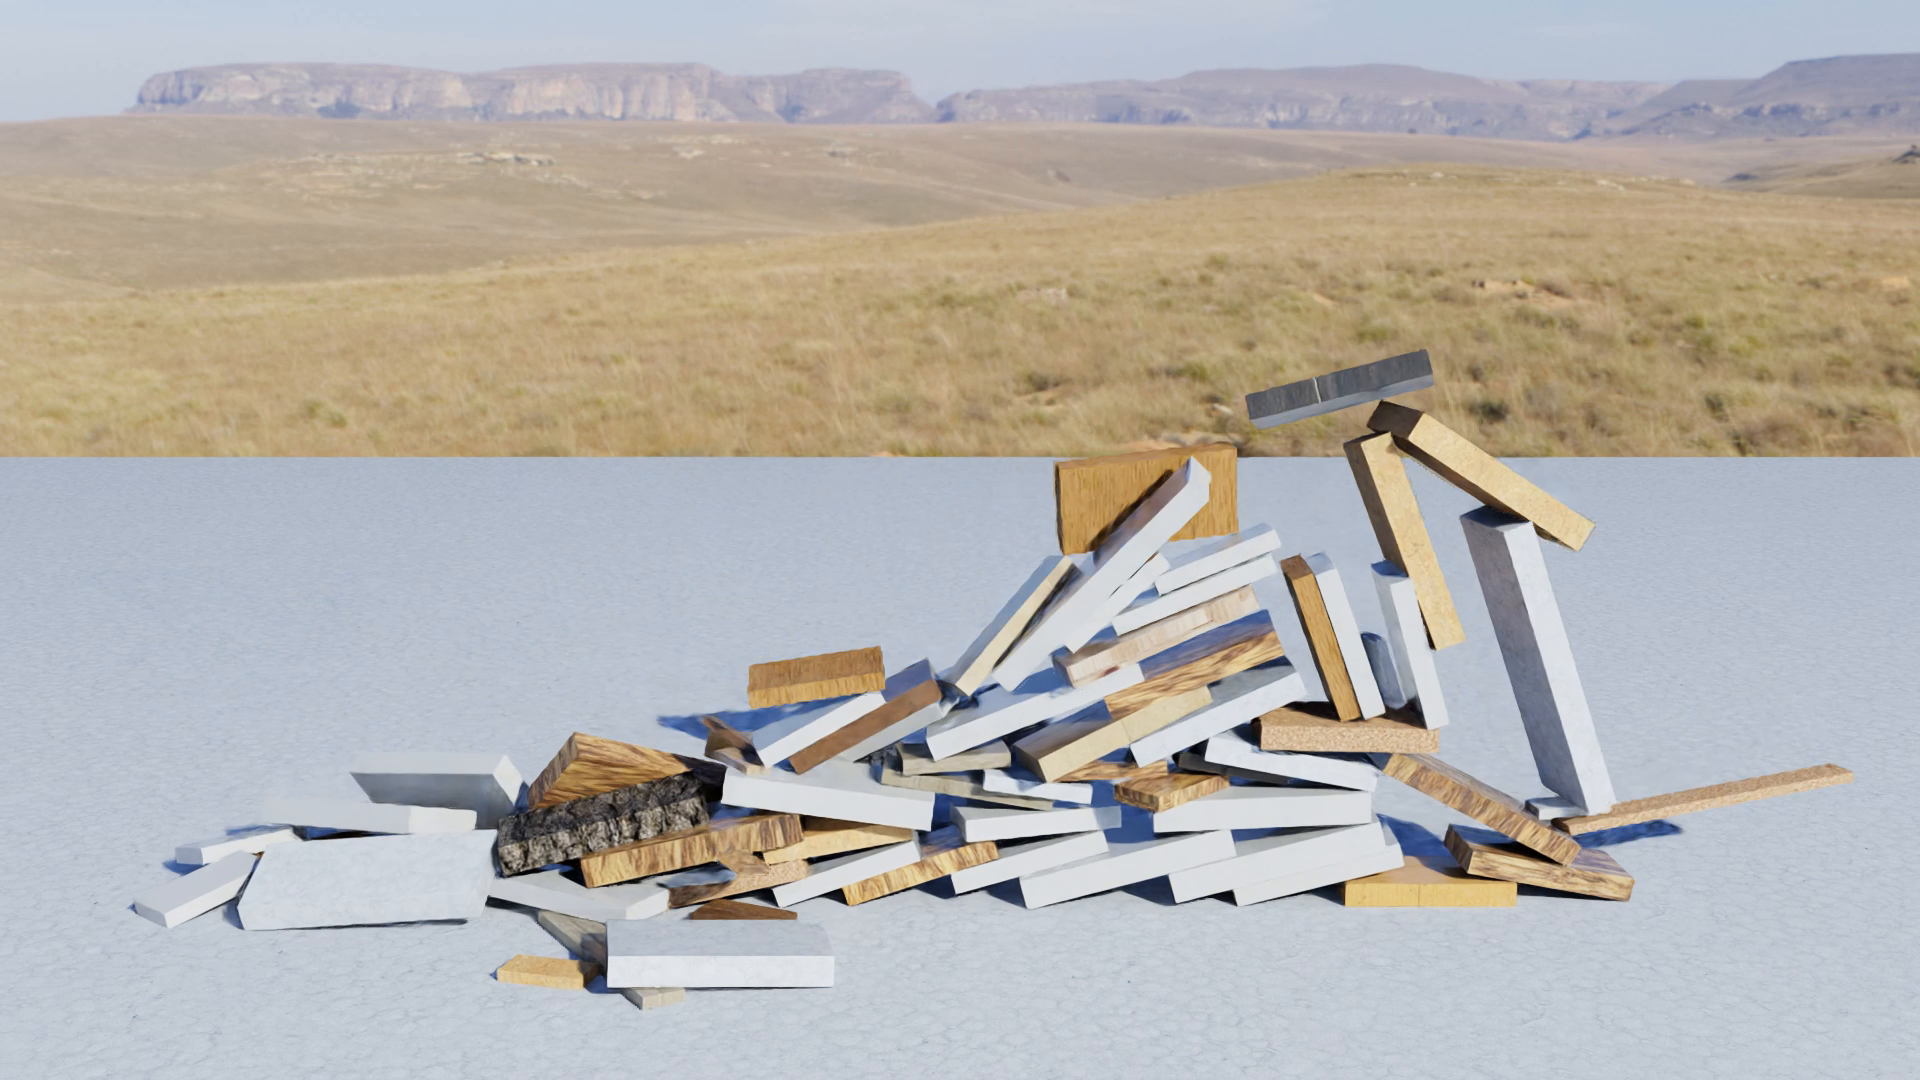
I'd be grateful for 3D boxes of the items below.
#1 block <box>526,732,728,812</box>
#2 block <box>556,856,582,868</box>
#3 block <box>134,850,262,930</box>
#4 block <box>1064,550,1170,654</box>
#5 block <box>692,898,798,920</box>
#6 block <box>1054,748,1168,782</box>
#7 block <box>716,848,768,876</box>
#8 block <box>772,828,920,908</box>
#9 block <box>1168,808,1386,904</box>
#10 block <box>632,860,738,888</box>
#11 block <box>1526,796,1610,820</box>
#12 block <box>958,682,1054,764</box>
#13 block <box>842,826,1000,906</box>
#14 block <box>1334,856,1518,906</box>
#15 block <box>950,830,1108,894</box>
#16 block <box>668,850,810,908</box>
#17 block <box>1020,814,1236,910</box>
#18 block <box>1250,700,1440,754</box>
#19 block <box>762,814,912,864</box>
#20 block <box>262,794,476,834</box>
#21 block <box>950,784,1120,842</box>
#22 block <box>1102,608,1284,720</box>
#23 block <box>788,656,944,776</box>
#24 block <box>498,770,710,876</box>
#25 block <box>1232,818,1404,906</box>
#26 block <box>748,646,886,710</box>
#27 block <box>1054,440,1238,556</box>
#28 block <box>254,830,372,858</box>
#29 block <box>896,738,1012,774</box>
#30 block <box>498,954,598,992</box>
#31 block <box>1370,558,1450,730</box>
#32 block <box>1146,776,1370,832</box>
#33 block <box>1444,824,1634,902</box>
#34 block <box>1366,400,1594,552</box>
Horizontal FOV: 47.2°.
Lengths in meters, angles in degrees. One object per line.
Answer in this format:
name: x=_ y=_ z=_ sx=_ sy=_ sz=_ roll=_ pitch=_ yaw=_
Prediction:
block: x=-0.553 y=0.431 z=3.778 sx=0.336 sy=0.168 sz=0.048 roll=17 pitch=37 yaw=-35
block: x=-0.609 y=0.546 z=3.768 sx=0.147 sy=0.021 sz=0.073 roll=2 pitch=0 yaw=-36
block: x=-1.235 y=0.570 z=3.599 sx=0.098 sy=0.028 sz=0.196 roll=9 pitch=25 yaw=41
block: x=0.246 y=0.094 z=3.568 sx=0.210 sy=0.030 sz=0.105 roll=-42 pitch=9 yaw=2
block: x=-0.345 y=0.606 z=3.522 sx=0.151 sy=0.021 sz=0.076 roll=5 pitch=12 yaw=26
block: x=0.244 y=0.368 z=3.624 sx=0.185 sy=0.026 sz=0.093 roll=-3 pitch=10 yaw=-1
block: x=-0.340 y=0.505 z=3.446 sx=0.048 sy=0.014 sz=0.096 roll=33 pitch=5 yaw=19
block: x=-0.187 y=0.536 z=3.652 sx=0.244 sy=0.035 sz=0.122 roll=-19 pitch=11 yaw=2
block: x=0.516 y=0.508 z=3.658 sx=0.352 sy=0.050 sz=0.176 roll=-15 pitch=10 yaw=3
block: x=-0.479 y=0.549 z=3.624 sx=0.262 sy=0.021 sz=0.076 roll=-8 pitch=11 yaw=22
block: x=1.009 y=0.442 z=3.653 sx=0.121 sy=0.017 sz=0.061 roll=-4 pitch=10 yaw=-7
block: x=0.110 y=0.383 z=3.931 sx=0.142 sy=0.283 sz=0.040 roll=-14 pitch=25 yaw=13
block: x=-0.066 y=0.532 z=3.663 sx=0.260 sy=0.037 sz=0.130 roll=-18 pitch=10 yaw=2
block: x=0.772 y=0.569 z=3.671 sx=0.280 sy=0.040 sz=0.140 roll=0 pitch=11 yaw=0
block: x=0.111 y=0.518 z=3.669 sx=0.260 sy=0.037 sz=0.130 roll=-16 pitch=10 yaw=0
block: x=-0.374 y=0.551 z=3.645 sx=0.244 sy=0.035 sz=0.122 roll=-12 pitch=11 yaw=1
block: x=0.273 y=0.520 z=3.666 sx=0.352 sy=0.050 sz=0.176 roll=-15 pitch=10 yaw=2
block: x=0.625 y=0.304 z=3.591 sx=0.284 sy=0.040 sz=0.142 roll=1 pitch=13 yaw=0
block: x=-0.205 y=0.482 z=3.642 sx=0.244 sy=0.035 sz=0.122 roll=-9 pitch=11 yaw=-4
block: x=-1.017 y=0.476 z=3.785 sx=0.331 sy=0.047 sz=0.166 roll=0 pitch=-9 yaw=28
block: x=0.123 y=0.453 z=3.649 sx=0.260 sy=0.037 sz=0.130 roll=-4 pitch=10 yaw=-12
block: x=0.377 y=0.201 z=3.588 sx=0.294 sy=0.042 sz=0.147 roll=-21 pitch=11 yaw=7
block: x=-0.159 y=0.290 z=3.631 sx=0.268 sy=0.038 sz=0.134 roll=-28 pitch=12 yaw=2
block: x=-0.589 y=0.464 z=3.634 sx=0.338 sy=0.048 sz=0.169 roll=-14 pitch=11 yaw=-9
block: x=0.586 y=0.536 z=3.665 sx=0.280 sy=0.040 sz=0.140 roll=-14 pitch=10 yaw=2
block: x=-0.233 y=0.223 z=3.580 sx=0.220 sy=0.031 sz=0.110 roll=-8 pitch=20 yaw=-1
block: x=0.306 y=-0.069 z=3.598 sx=0.294 sy=0.147 sz=0.042 roll=-7 pitch=22 yaw=-8
block: x=-1.121 y=0.551 z=3.784 sx=0.242 sy=0.034 sz=0.121 roll=-8 pitch=13 yaw=-38
block: x=-0.011 y=0.355 z=3.621 sx=0.177 sy=0.025 sz=0.089 roll=-3 pitch=12 yaw=-9
block: x=-0.618 y=0.649 z=3.300 sx=0.133 sy=0.019 sz=0.067 roll=3 pitch=11 yaw=15
block: x=0.723 y=0.167 z=3.541 sx=0.036 sy=0.253 sz=0.126 roll=-18 pitch=14 yaw=0
block: x=0.487 y=0.426 z=3.643 sx=0.352 sy=0.050 sz=0.176 roll=-2 pitch=10 yaw=-1
block: x=0.967 y=0.539 z=3.679 sx=0.280 sy=0.040 sz=0.140 roll=11 pitch=10 yaw=-6
block: x=0.834 y=-0.105 z=3.535 sx=0.349 sy=0.049 sz=0.175 roll=31 pitch=3 yaw=-15
